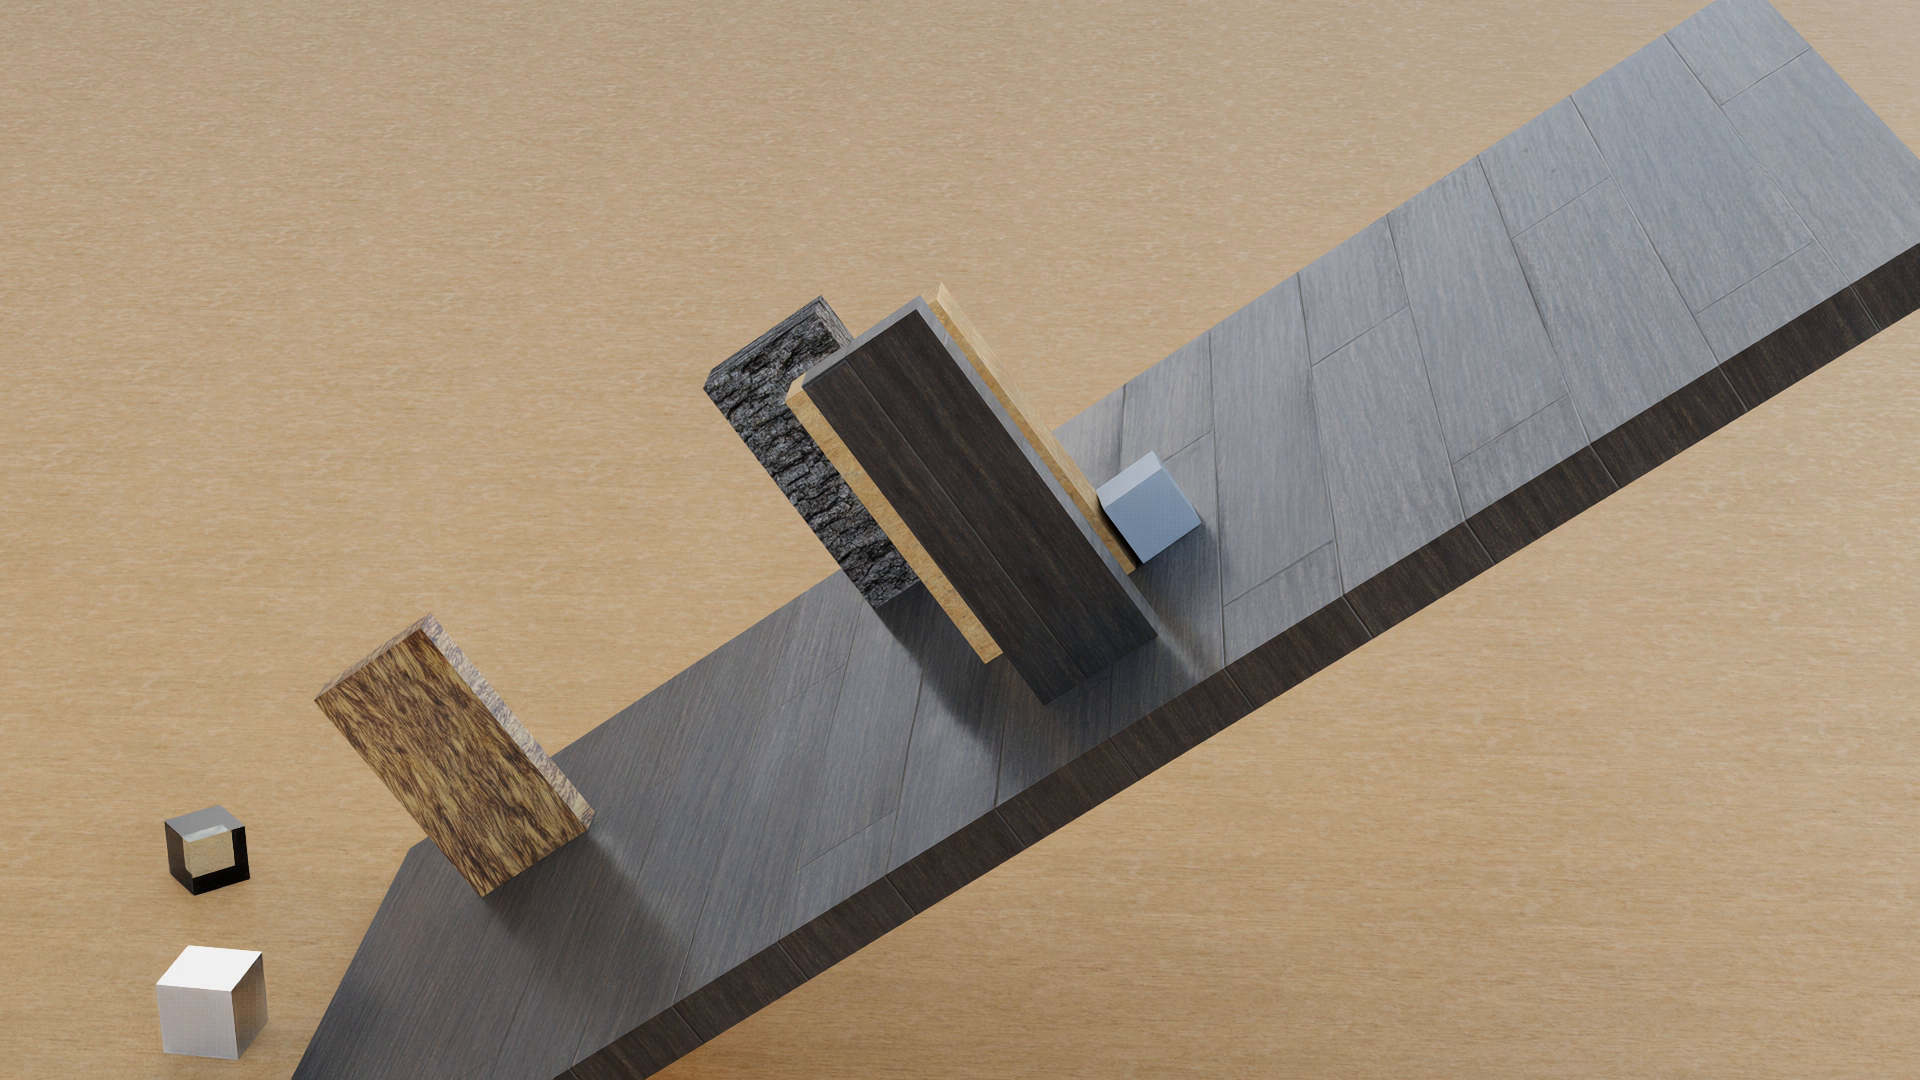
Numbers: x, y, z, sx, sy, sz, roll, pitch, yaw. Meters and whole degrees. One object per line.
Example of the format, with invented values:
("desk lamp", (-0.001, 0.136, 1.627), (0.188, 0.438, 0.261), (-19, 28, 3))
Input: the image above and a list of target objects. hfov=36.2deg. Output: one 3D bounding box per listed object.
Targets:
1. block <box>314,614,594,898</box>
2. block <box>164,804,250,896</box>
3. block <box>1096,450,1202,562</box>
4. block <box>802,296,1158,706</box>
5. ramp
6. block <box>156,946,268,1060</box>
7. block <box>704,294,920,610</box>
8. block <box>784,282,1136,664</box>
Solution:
("block", (-1.179, 0.507, 6.875), (0.325, 0.618, 0.091), (-33, 16, 15))
("block", (-1.984, 0.817, 7.752), (0.156, 0.156, 0.156), (-16, 26, -34))
("block", (0.384, -0.068, 6.007), (0.143, 0.143, 0.143), (-35, 15, 7))
("block", (0.044, -0.068, 5.545), (0.264, 0.783, 0.090), (-33, 16, 15))
("ramp", (0.134, 0.175, 6.309), (4.000, 0.100, 2.000), (-33, 16, 15))
("block", (-1.777, 1.100, 6.998), (0.186, 0.186, 0.186), (4, 22, 9))
("block", (-0.260, -0.200, 6.827), (0.320, 0.663, 0.139), (-33, 16, 15))
("block", (0.007, -0.132, 5.983), (0.375, 0.692, 0.125), (-33, 16, 15))
